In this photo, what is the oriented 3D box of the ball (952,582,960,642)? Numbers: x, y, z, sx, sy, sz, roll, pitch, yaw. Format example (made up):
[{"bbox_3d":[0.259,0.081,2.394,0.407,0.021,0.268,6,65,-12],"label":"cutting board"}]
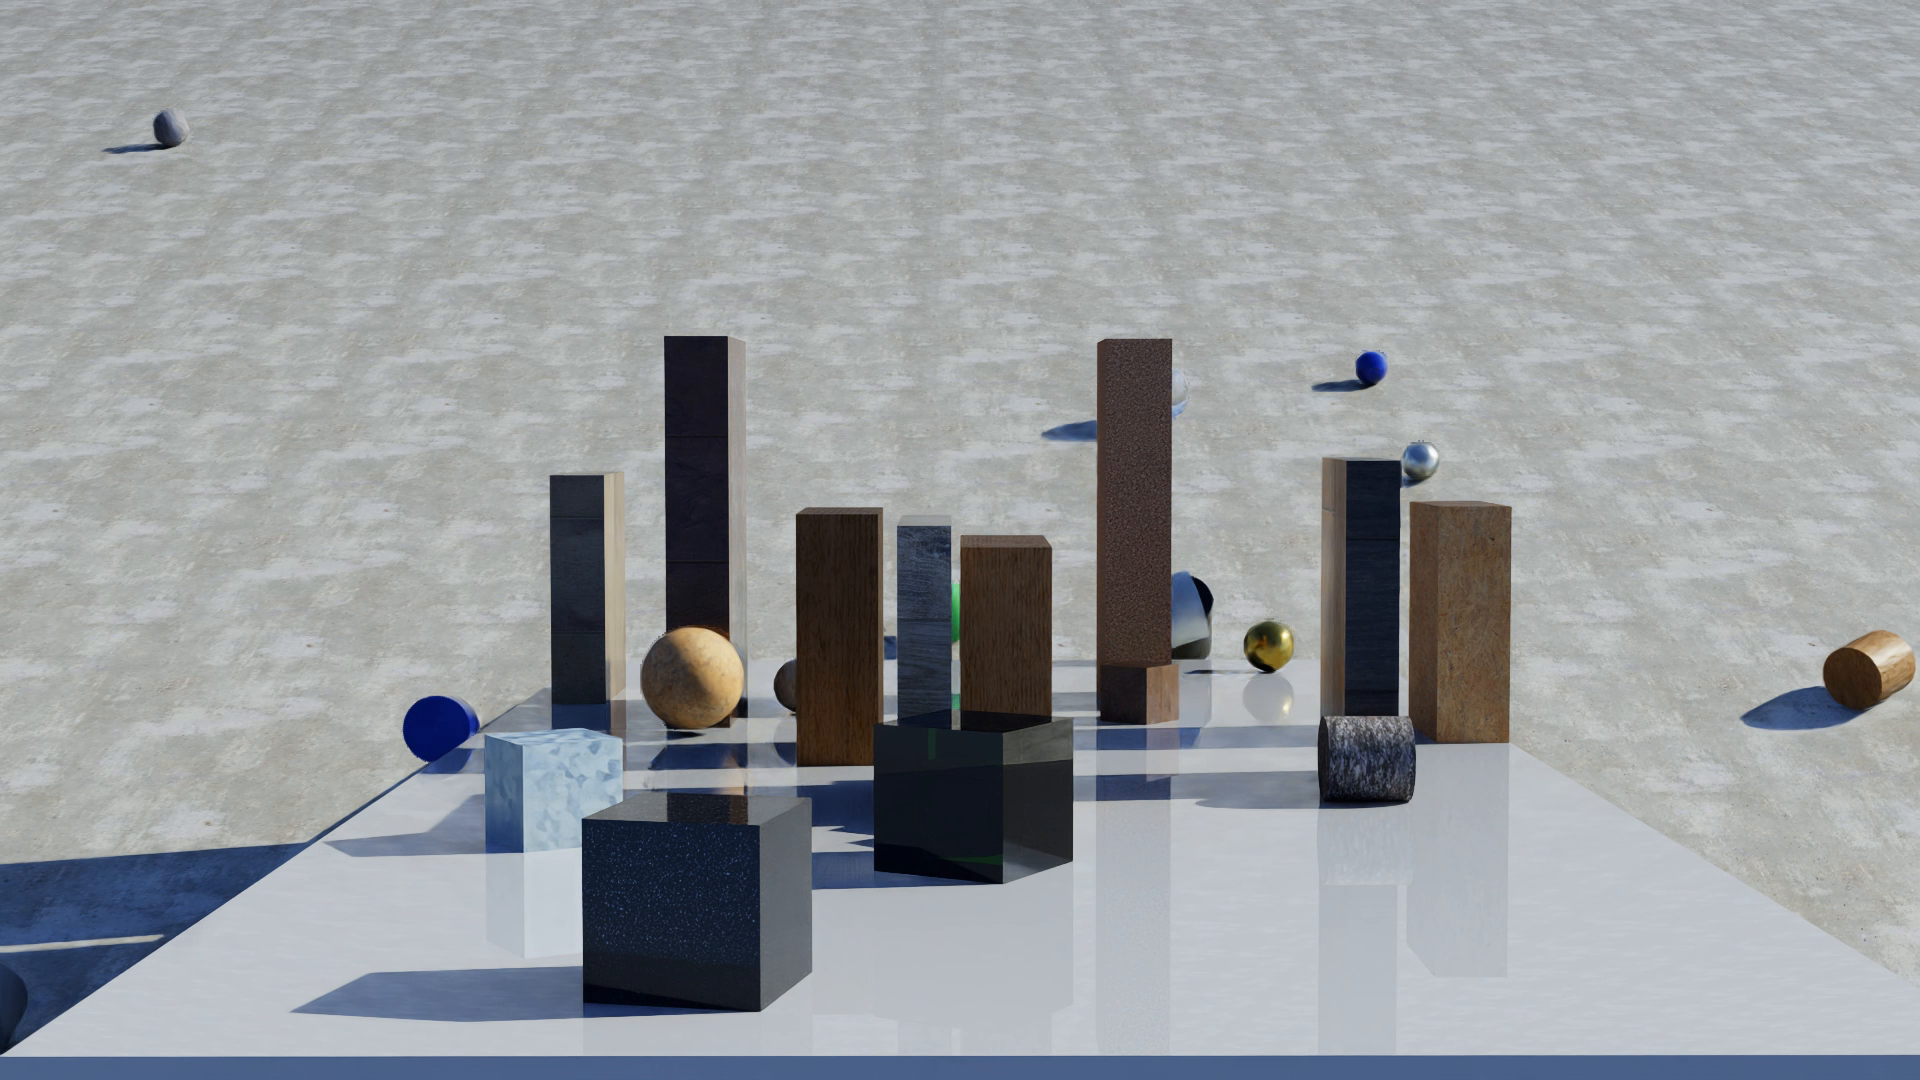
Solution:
[{"bbox_3d":[-0.026,0.192,6.850,0.159,0.159,0.159,0,22,0],"label":"ball"}]

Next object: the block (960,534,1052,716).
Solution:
[{"bbox_3d":[0.072,0.212,4.186,0.141,0.422,0.392,0,3,0],"label":"block"}]

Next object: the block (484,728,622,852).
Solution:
[{"bbox_3d":[-0.600,0.367,3.794,0.154,0.154,0.154,-2,3,-31],"label":"block"}]

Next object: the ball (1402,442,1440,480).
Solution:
[{"bbox_3d":[1.433,-0.245,8.004,0.116,0.116,0.116,0,22,0],"label":"ball"}]

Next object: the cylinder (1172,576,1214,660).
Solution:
[{"bbox_3d":[0.568,0.213,6.690,0.178,0.178,0.178,-2,48,3],"label":"cylinder"}]

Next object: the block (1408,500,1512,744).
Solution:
[{"bbox_3d":[0.977,0.154,5.043,0.138,0.451,0.310,0,3,0],"label":"block"}]

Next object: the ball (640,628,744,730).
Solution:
[{"bbox_3d":[-0.523,0.271,5.027,0.201,0.201,0.201,0,22,0],"label":"ball"}]

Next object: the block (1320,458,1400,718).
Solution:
[{"bbox_3d":[0.679,0.138,4.376,0.089,0.551,0.283,0,3,0],"label":"block"}]

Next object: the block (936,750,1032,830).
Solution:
[{"bbox_3d":[0.037,0.384,3.924,0.107,0.107,0.107,2,3,31],"label":"block"}]

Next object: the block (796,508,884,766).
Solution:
[{"bbox_3d":[-0.219,0.170,4.746,0.146,0.450,0.331,0,3,0],"label":"block"}]

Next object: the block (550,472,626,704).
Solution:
[{"bbox_3d":[-0.825,0.099,5.716,0.117,0.495,0.340,0,3,0],"label":"block"}]

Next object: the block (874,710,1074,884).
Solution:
[{"bbox_3d":[0.020,0.353,3.578,0.204,0.204,0.204,2,3,30],"label":"block"}]

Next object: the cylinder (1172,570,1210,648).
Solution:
[{"bbox_3d":[0.513,0.186,6.487,0.179,0.179,0.179,-18,23,-3],"label":"cylinder"}]

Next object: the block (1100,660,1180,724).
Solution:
[{"bbox_3d":[0.368,0.311,5.259,0.115,0.115,0.115,2,4,39],"label":"block"}]

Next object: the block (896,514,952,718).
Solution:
[{"bbox_3d":[-0.055,0.197,4.144,0.083,0.458,0.409,0,3,0],"label":"block"}]

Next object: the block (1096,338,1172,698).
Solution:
[{"bbox_3d":[0.377,-0.041,5.598,0.139,0.784,0.350,0,3,0],"label":"block"}]

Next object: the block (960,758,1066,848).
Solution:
[{"bbox_3d":[0.078,0.388,3.797,0.110,0.110,0.110,-3,4,-44],"label":"block"}]

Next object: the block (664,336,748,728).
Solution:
[{"bbox_3d":[-0.523,-0.025,5.328,0.126,0.781,0.431,0,3,0],"label":"block"}]

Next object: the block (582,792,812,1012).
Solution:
[{"bbox_3d":[-0.286,0.393,2.830,0.199,0.199,0.199,1,3,13],"label":"block"}]

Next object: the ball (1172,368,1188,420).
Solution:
[{"bbox_3d":[0.651,-0.480,8.479,0.203,0.203,0.203,0,22,0],"label":"ball"}]

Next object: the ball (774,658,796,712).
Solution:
[{"bbox_3d":[-0.333,0.305,5.396,0.115,0.115,0.115,0,22,0],"label":"ball"}]

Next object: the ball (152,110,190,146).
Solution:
[{"bbox_3d":[-3.754,-1.959,12.235,0.168,0.168,0.168,0,22,0],"label":"ball"}]

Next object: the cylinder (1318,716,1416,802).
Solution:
[{"bbox_3d":[0.659,0.355,4.176,0.138,0.138,0.138,0,22,0],"label":"cylinder"}]

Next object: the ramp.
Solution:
[{"bbox_3d":[0.050,0.456,4.533,2.000,0.100,4.000,0,3,0],"label":"ramp"}]

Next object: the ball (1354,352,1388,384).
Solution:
[{"bbox_3d":[1.422,-0.596,8.890,0.113,0.113,0.113,0,22,0],"label":"ball"}]

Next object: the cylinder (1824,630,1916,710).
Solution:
[{"bbox_3d":[2.300,0.328,6.504,0.162,0.162,0.162,-18,28,-38],"label":"cylinder"}]

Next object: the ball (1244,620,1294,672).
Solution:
[{"bbox_3d":[0.749,0.257,6.235,0.124,0.124,0.124,0,22,0],"label":"ball"}]

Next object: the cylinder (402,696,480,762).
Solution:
[{"bbox_3d":[-1.017,0.370,5.046,0.129,0.129,0.129,-1,-4,-2],"label":"cylinder"}]
